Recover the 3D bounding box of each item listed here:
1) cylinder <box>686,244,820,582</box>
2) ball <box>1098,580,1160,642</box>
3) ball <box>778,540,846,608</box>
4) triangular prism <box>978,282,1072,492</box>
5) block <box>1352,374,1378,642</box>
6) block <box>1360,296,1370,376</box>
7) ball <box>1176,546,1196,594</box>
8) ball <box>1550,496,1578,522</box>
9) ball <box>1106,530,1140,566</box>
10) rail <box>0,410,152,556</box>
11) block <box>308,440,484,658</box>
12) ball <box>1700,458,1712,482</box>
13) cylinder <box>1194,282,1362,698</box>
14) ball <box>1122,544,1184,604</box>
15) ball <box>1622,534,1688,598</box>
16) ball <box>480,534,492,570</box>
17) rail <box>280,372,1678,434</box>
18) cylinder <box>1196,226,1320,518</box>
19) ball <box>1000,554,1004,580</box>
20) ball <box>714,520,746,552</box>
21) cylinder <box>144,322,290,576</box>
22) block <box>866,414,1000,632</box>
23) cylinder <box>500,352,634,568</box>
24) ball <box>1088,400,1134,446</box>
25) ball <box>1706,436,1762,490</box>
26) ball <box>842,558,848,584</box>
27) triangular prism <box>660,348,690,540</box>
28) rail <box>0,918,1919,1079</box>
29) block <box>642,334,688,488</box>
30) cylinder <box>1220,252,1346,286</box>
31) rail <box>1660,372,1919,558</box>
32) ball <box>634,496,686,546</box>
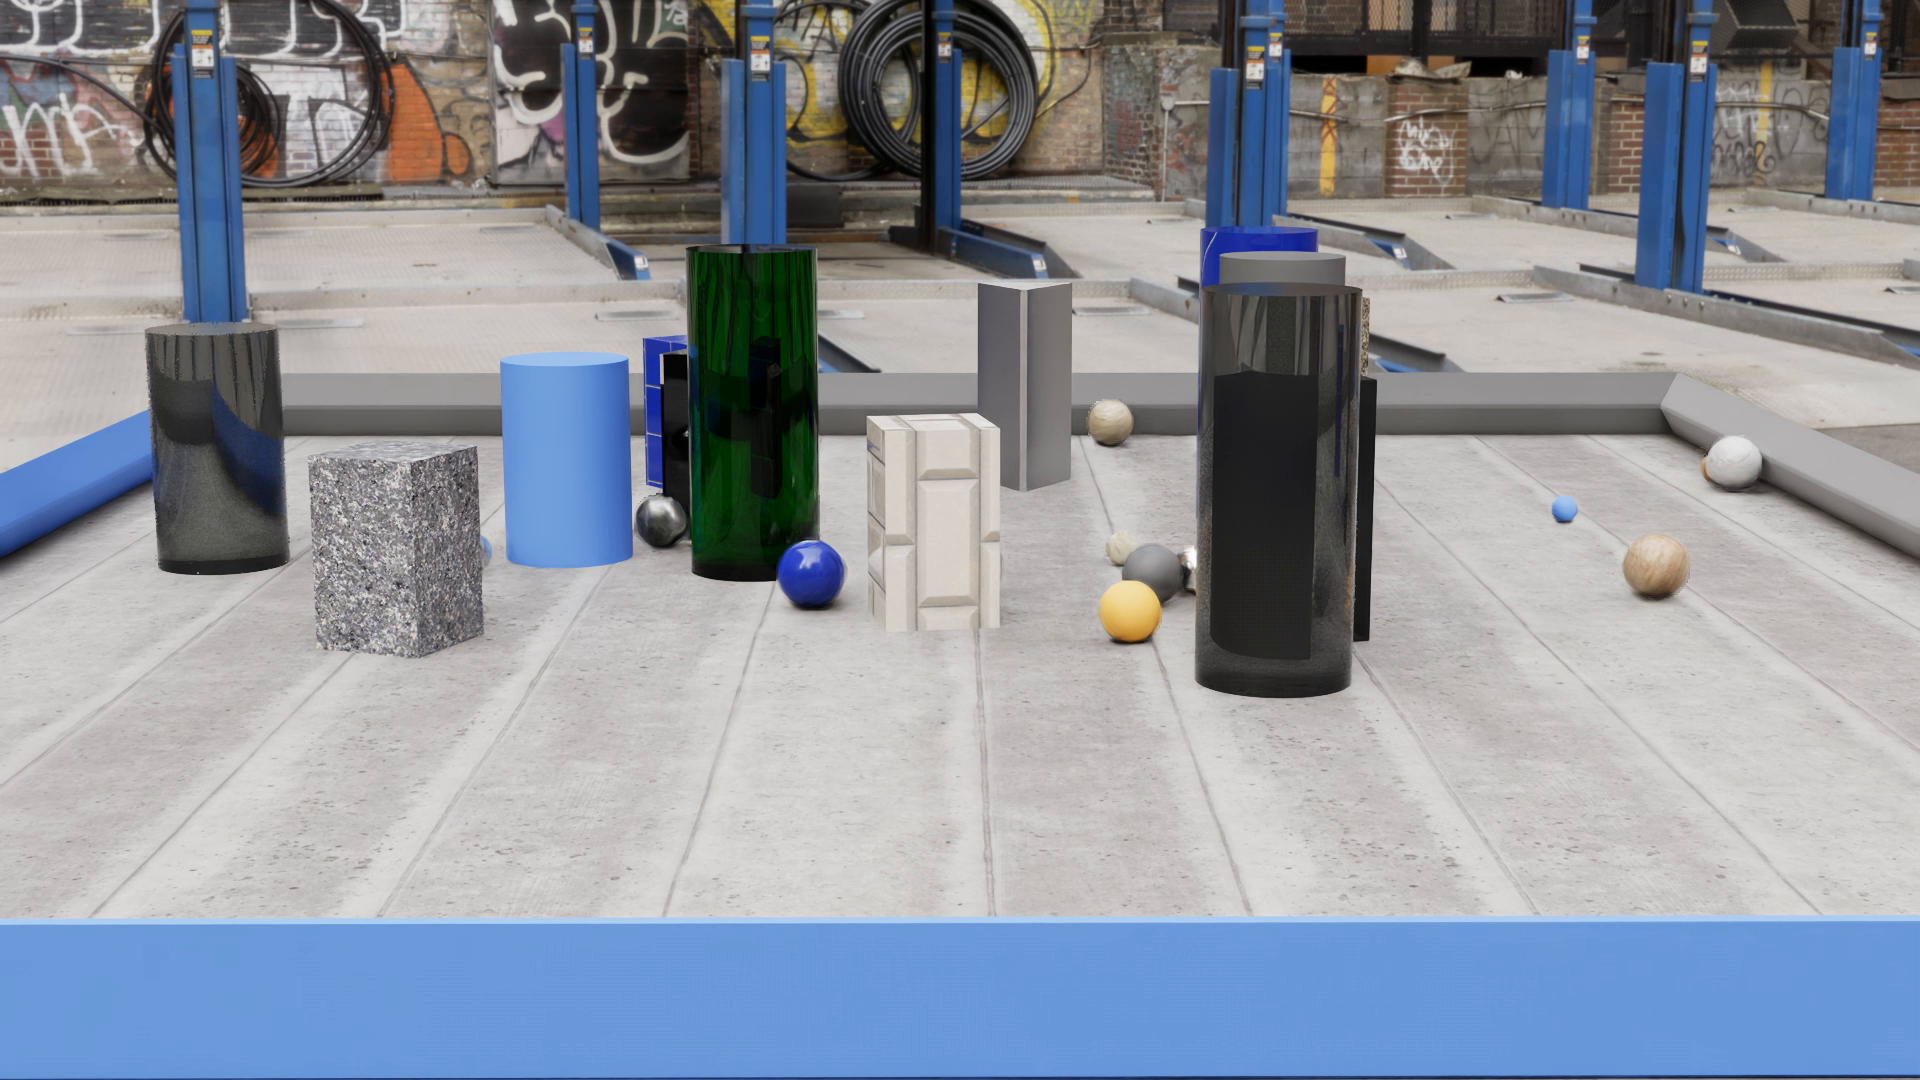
[{"bbox_3d":[-0.296,-0.186,3.684,0.187,0.464,0.187,0,11,0],"label":"cylinder"},{"bbox_3d":[0.215,0.090,3.256,0.079,0.079,0.079,0,11,0],"label":"ball"},{"bbox_3d":[-0.200,0.046,3.460,0.091,0.091,0.091,0,11,0],"label":"ball"},{"bbox_3d":[0.092,-0.272,4.469,0.140,0.346,0.162,7,12,32],"label":"triangular prism"},{"bbox_3d":[0.431,-0.046,3.288,0.150,0.334,0.150,-3,11,-13],"label":"block"},{"bbox_3d":[0.602,-0.261,4.464,0.150,0.325,0.150,-7,13,-34],"label":"block"},{"bbox_3d":[0.325,0.041,3.550,0.066,0.066,0.066,0,11,0],"label":"ball"},{"bbox_3d":[0.967,-0.050,4.105,0.042,0.042,0.042,0,11,0],"label":"ball"},{"bbox_3d":[0.238,0.012,3.755,0.050,0.050,0.050,0,11,0],"label":"ball"},{"bbox_3d":[-1.401,0.033,3.442,0.045,0.121,3.265,0,11,0],"label":"rail"},{"bbox_3d":[-0.710,0.008,3.241,0.150,0.245,0.150,4,11,22],"label":"block"},{"bbox_3d":[1.320,-0.126,4.485,0.051,0.051,0.051,0,11,0],"label":"ball"},{"bbox_3d":[0.373,-0.062,3.020,0.187,0.466,0.187,0,11,0],"label":"cylinder"},{"bbox_3d":[0.261,0.047,3.475,0.082,0.082,0.082,0,11,0],"label":"ball"},{"bbox_3d":[0.955,0.035,3.524,0.089,0.089,0.089,0,11,0],"label":"ball"},{"bbox_3d":[-0.704,0.018,3.694,0.059,0.059,0.059,0,11,0],"label":"ball"},{"bbox_3d":[-0.009,-0.264,5.031,2.850,0.121,0.045,0,11,0],"label":"rail"},{"bbox_3d":[0.474,-0.263,4.103,0.187,0.463,0.187,0,11,0],"label":"cylinder"},{"bbox_3d":[0.017,0.036,3.521,0.087,0.087,0.087,0,11,0],"label":"ball"},{"bbox_3d":[-0.345,-0.007,3.856,0.049,0.049,0.049,0,11,0],"label":"ball"},{"bbox_3d":[-1.082,-0.136,3.742,0.187,0.345,0.187,0,11,0],"label":"cylinder"},{"bbox_3d":[-0.036,-0.025,3.377,0.150,0.261,0.150,-2,11,-11],"label":"block"},{"bbox_3d":[-0.581,-0.121,3.798,0.187,0.295,0.187,0,11,0],"label":"cylinder"},{"bbox_3d":[0.290,-0.225,4.923,0.087,0.087,0.087,0,11,0],"label":"ball"},{"bbox_3d":[1.328,-0.131,4.402,0.094,0.094,0.094,0,11,0],"label":"ball"},{"bbox_3d":[-0.187,0.044,3.542,0.065,0.065,0.065,0,11,0],"label":"ball"},{"bbox_3d":[-0.382,-0.154,3.995,0.162,0.288,0.140,-1,11,-7],"label":"triangular prism"},{"bbox_3d":[0.009,0.327,1.868,2.850,0.121,0.045,0,11,0],"label":"rail"},{"bbox_3d":[-0.442,-0.220,4.433,0.150,0.257,0.150,-8,13,-38],"label":"block"},{"bbox_3d":[0.481,-0.208,3.866,0.187,0.440,0.187,0,11,0],"label":"cylinder"},{"bbox_3d":[1.401,0.030,3.457,0.045,0.121,3.265,0,11,0],"label":"rail"},{"bbox_3d":[-0.454,-0.029,3.894,0.078,0.078,0.078,0,11,0],"label":"ball"}]
